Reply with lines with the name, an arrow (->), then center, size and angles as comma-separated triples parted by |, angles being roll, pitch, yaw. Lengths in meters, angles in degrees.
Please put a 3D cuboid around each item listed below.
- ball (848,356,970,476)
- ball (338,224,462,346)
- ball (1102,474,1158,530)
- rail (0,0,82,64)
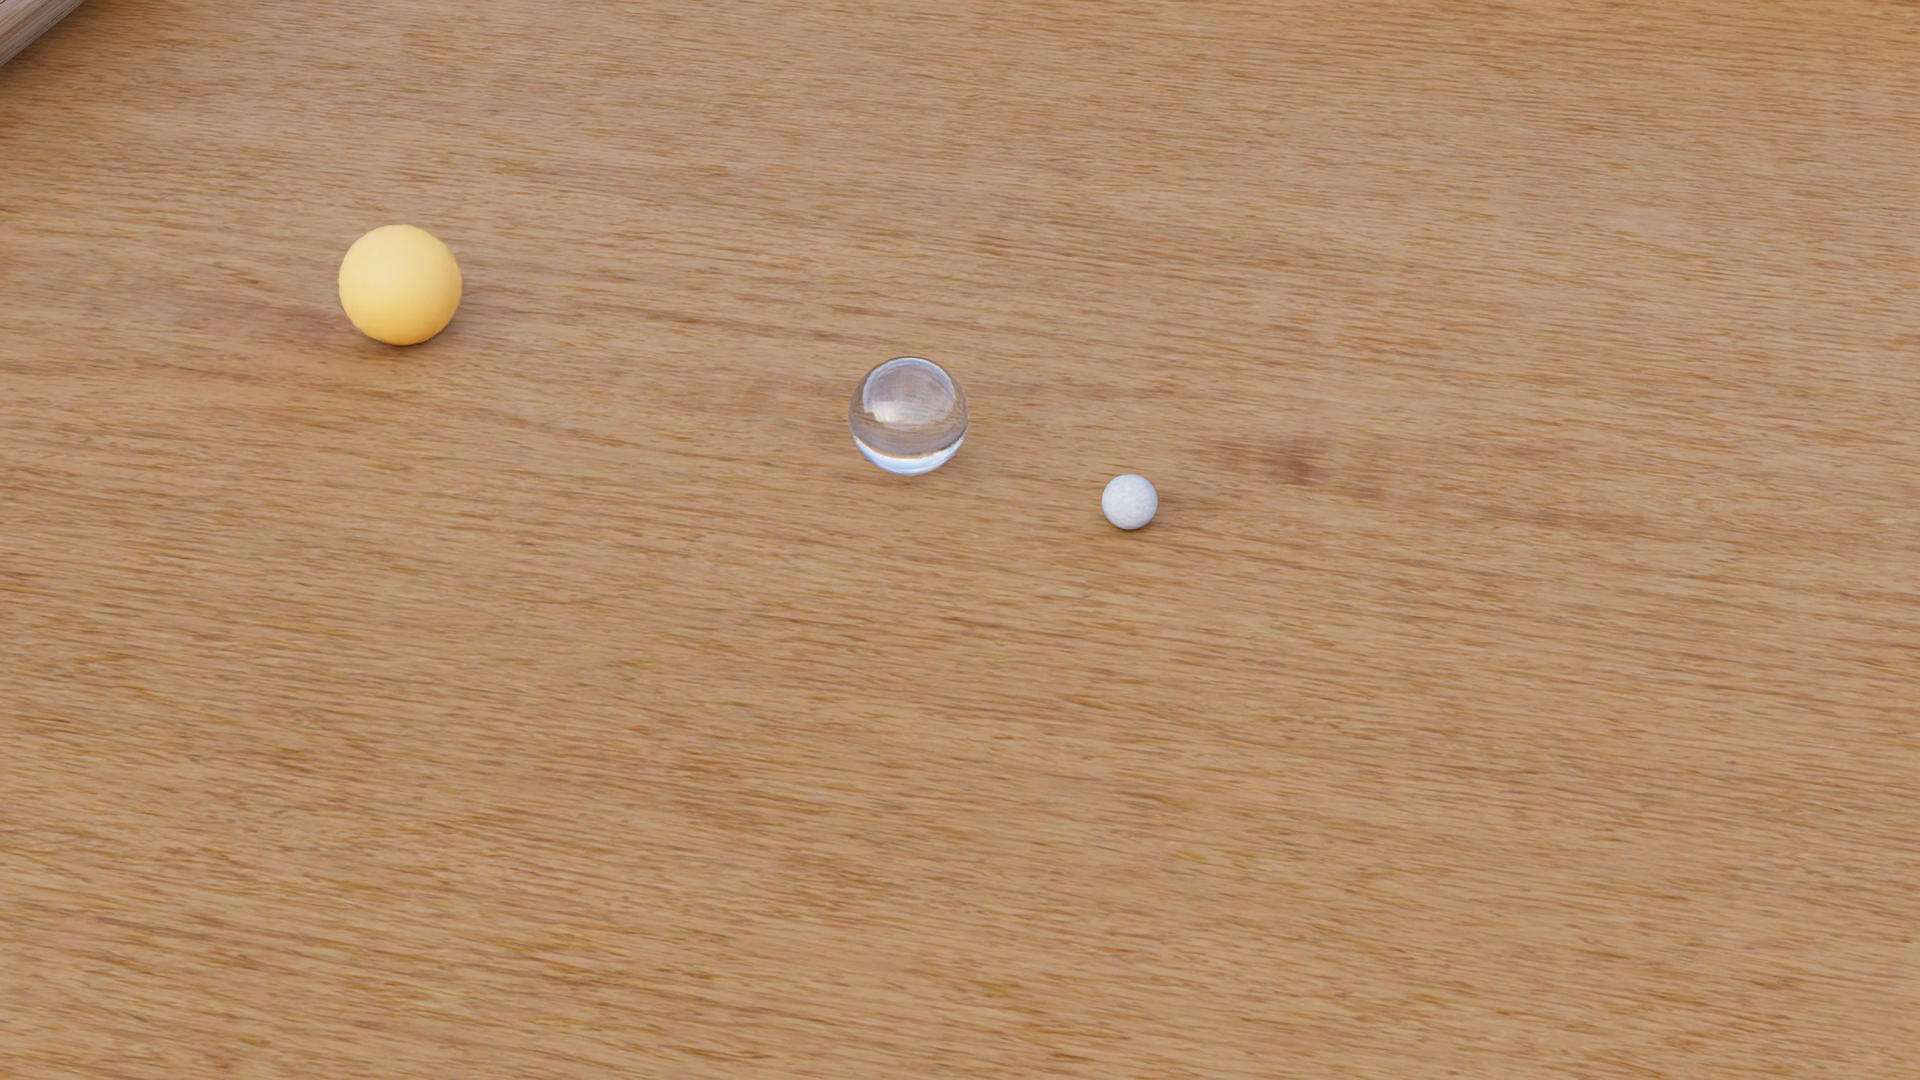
ball -> -0.038, -0.092, 1.895 | 0.089, 0.089, 0.089 | 0, 35, 0
ball -> -0.447, -0.204, 2.048 | 0.096, 0.096, 0.096 | 0, 35, 0
ball -> 0.122, -0.027, 1.845 | 0.040, 0.040, 0.040 | 0, 35, 0
rail -> -1.053, -0.168, 1.971 | 0.045, 0.125, 2.595 | 8, 36, 11
